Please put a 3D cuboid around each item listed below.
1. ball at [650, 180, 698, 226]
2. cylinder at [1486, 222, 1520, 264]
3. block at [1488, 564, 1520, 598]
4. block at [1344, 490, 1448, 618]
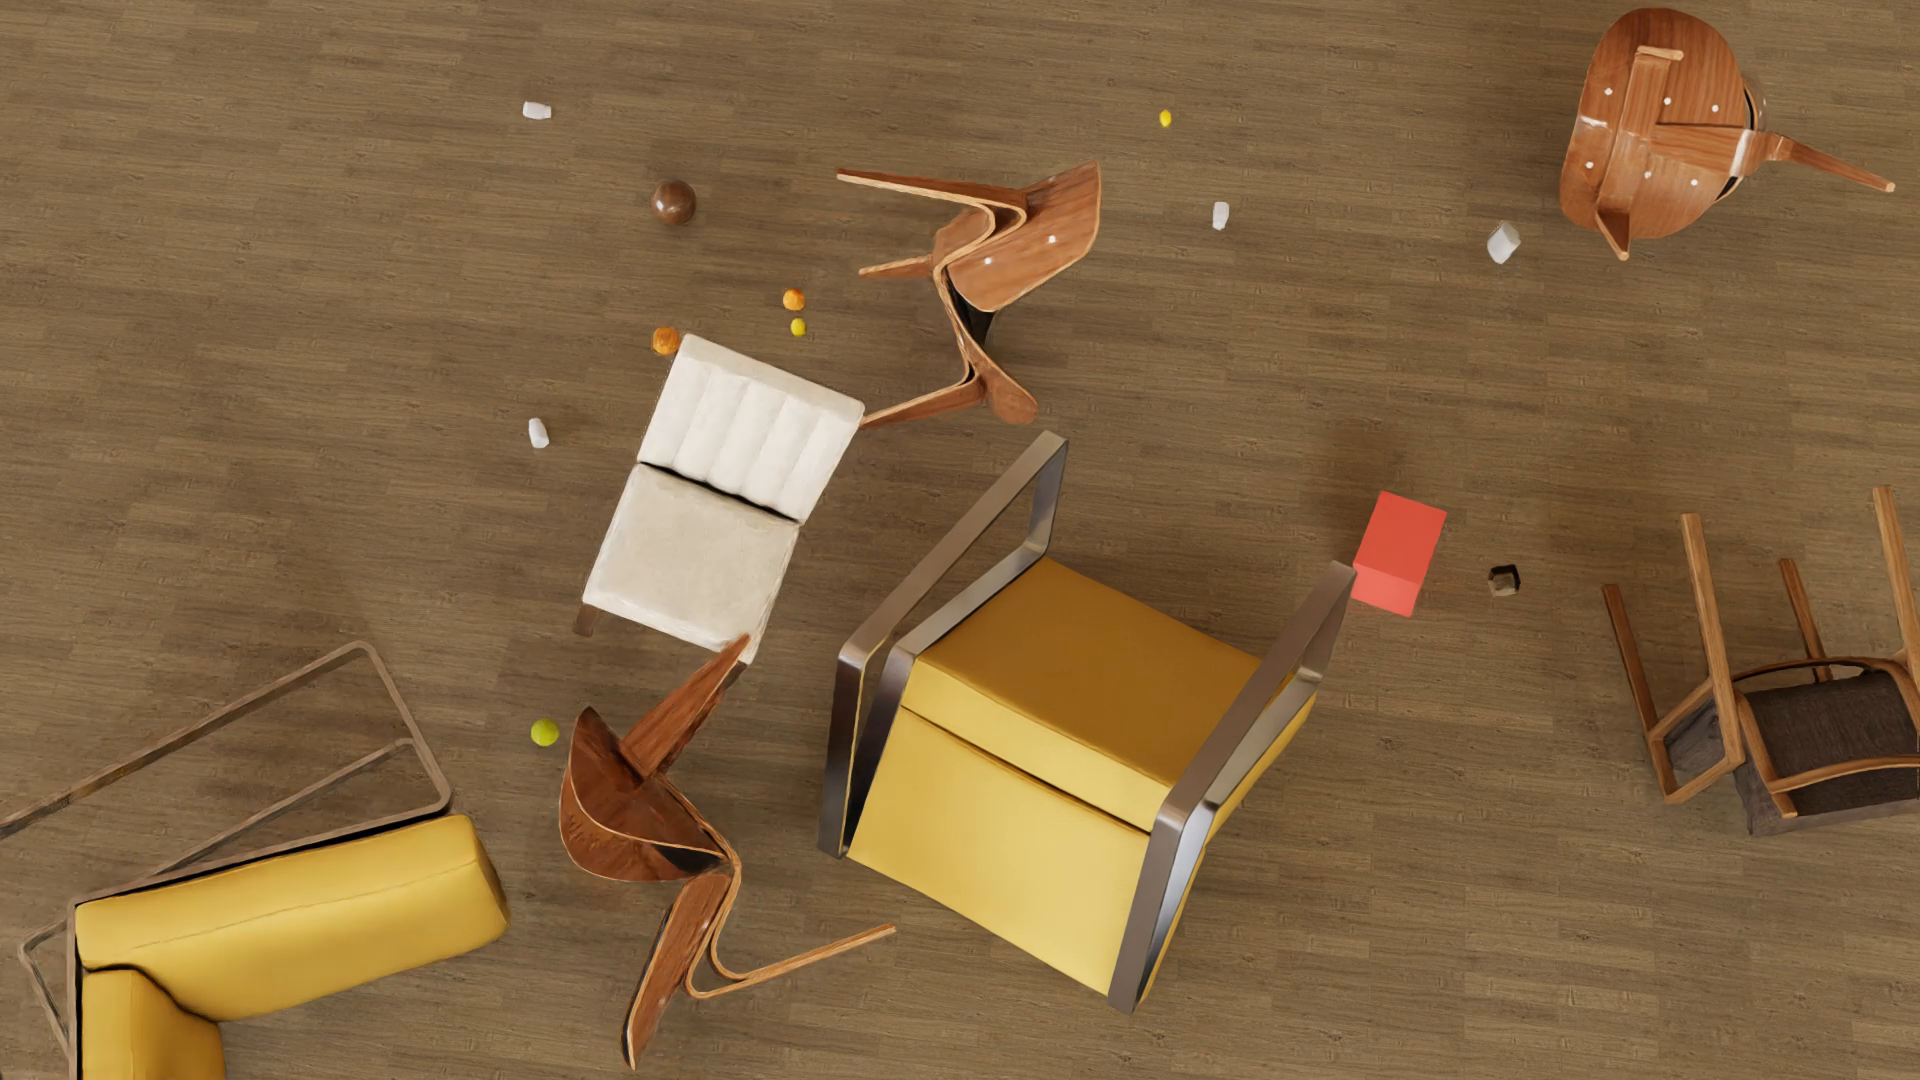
[{"bbox_3d":[-0.940,-1.110,7.227,0.152,0.152,0.152,0,56,0],"label":"ball"},{"bbox_3d":[1.755,-0.959,7.101,0.059,0.088,0.101,5,54,-26],"label":"cylinder"},{"bbox_3d":[1.521,0.115,6.147,0.068,0.066,0.058,-8,57,-2],"label":"block"},{"bbox_3d":[1.277,0.040,6.441,0.199,0.176,0.276,20,58,13],"label":"block"}]
